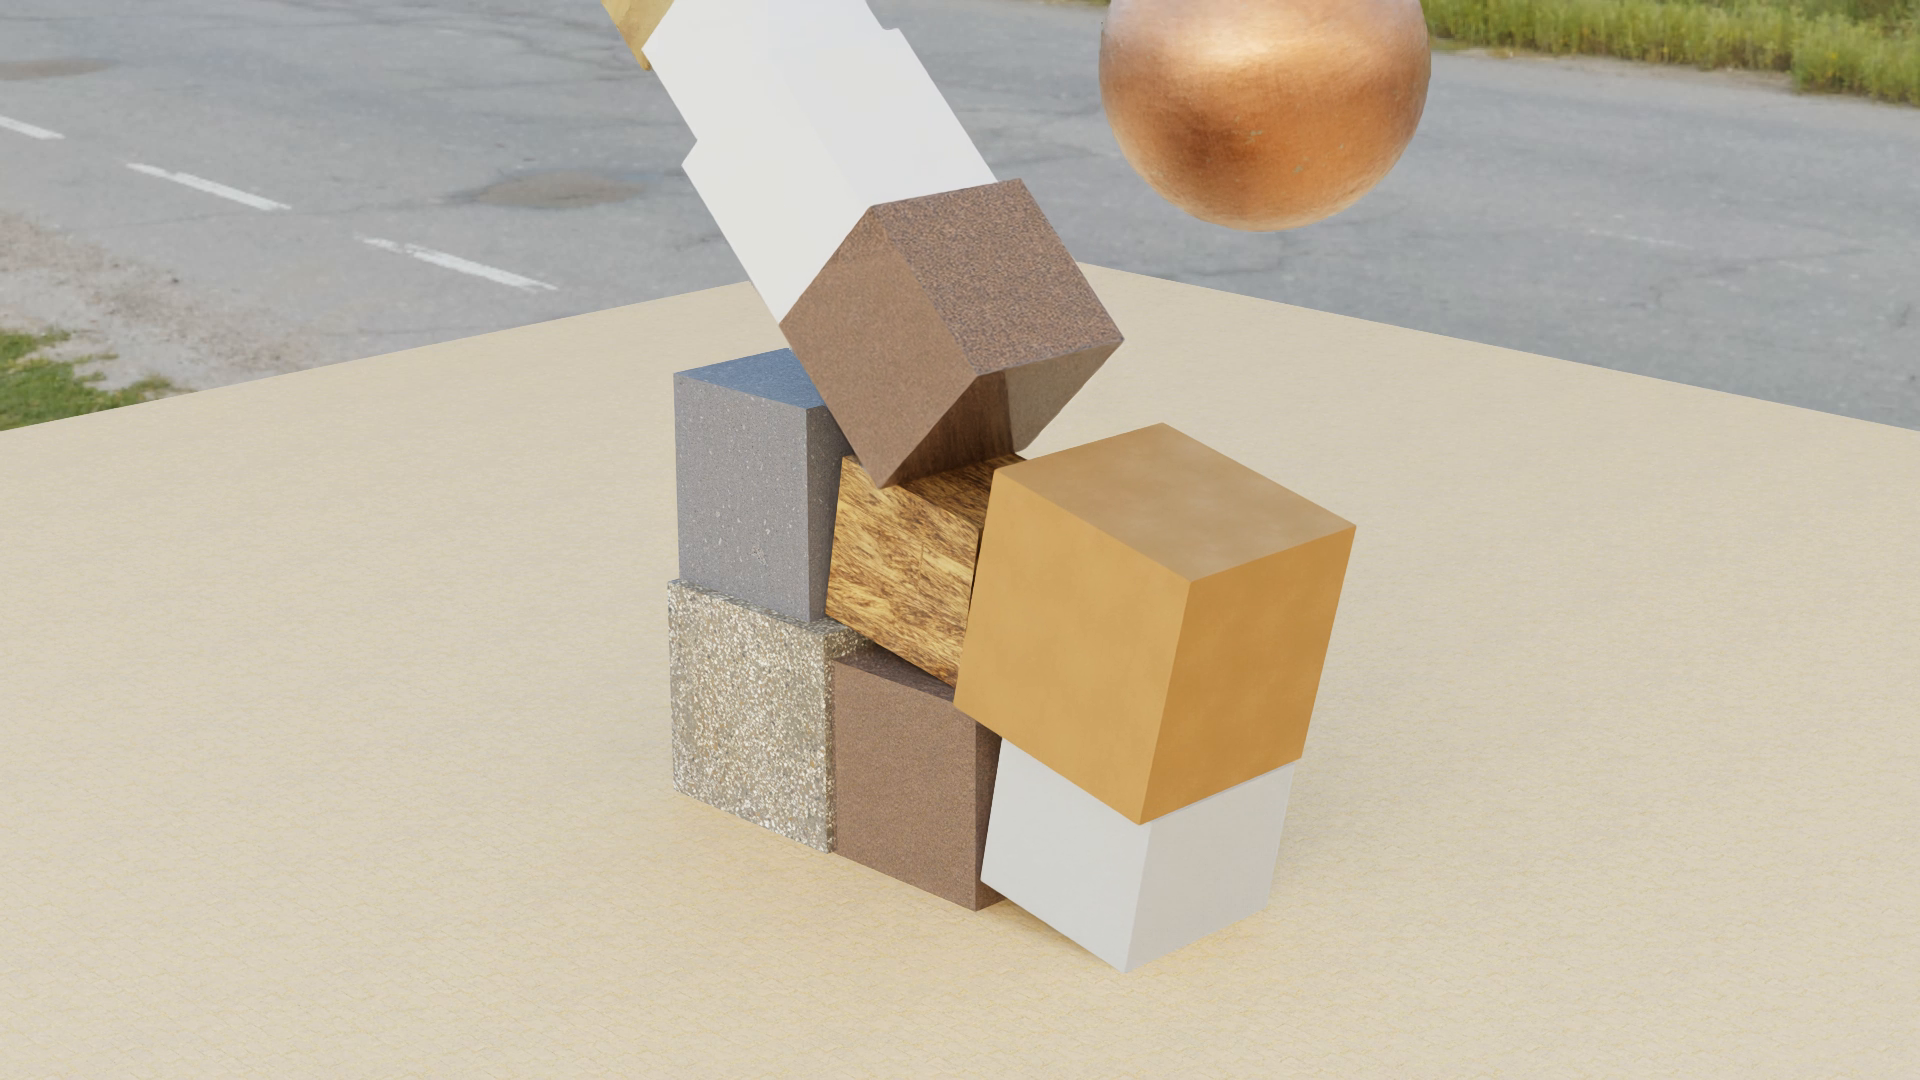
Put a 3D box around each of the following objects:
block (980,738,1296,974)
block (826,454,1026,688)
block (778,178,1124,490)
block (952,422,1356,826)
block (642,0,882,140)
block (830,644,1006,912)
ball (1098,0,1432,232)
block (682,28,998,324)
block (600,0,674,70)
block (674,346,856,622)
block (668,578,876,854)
[{"bbox_3d":[0.778,1.243,12.903,0.945,0.745,0.878,-17,34,-42],"label":"block"},{"bbox_3d":[-0.006,0.065,13.394,0.750,0.790,0.878,-17,34,-43],"label":"block"},{"bbox_3d":[-0.044,-0.926,13.088,0.927,0.882,0.912,-17,68,-42],"label":"block"},{"bbox_3d":[0.820,0.330,12.569,1.069,1.148,1.117,-17,36,-42],"label":"block"},{"bbox_3d":[-0.907,-2.299,13.577,0.698,0.711,0.600,-16,68,-44],"label":"block"},{"bbox_3d":[0.091,0.997,13.574,0.996,0.959,0.931,-17,24,-42],"label":"block"},{"bbox_3d":[1.467,-2.290,14.159,1.600,1.600,1.600,0,17,0],"label":"ball"},{"bbox_3d":[-0.546,-1.655,13.359,0.829,0.838,0.938,-17,68,-42],"label":"block"},{"bbox_3d":[-1.306,-2.656,13.892,0.520,0.590,0.559,-17,68,-42],"label":"block"},{"bbox_3d":[-0.713,-0.297,13.995,0.884,1.019,0.935,-17,24,-42],"label":"block"},{"bbox_3d":[-0.633,0.719,14.259,1.080,1.078,1.115,-17,24,-42],"label":"block"}]
